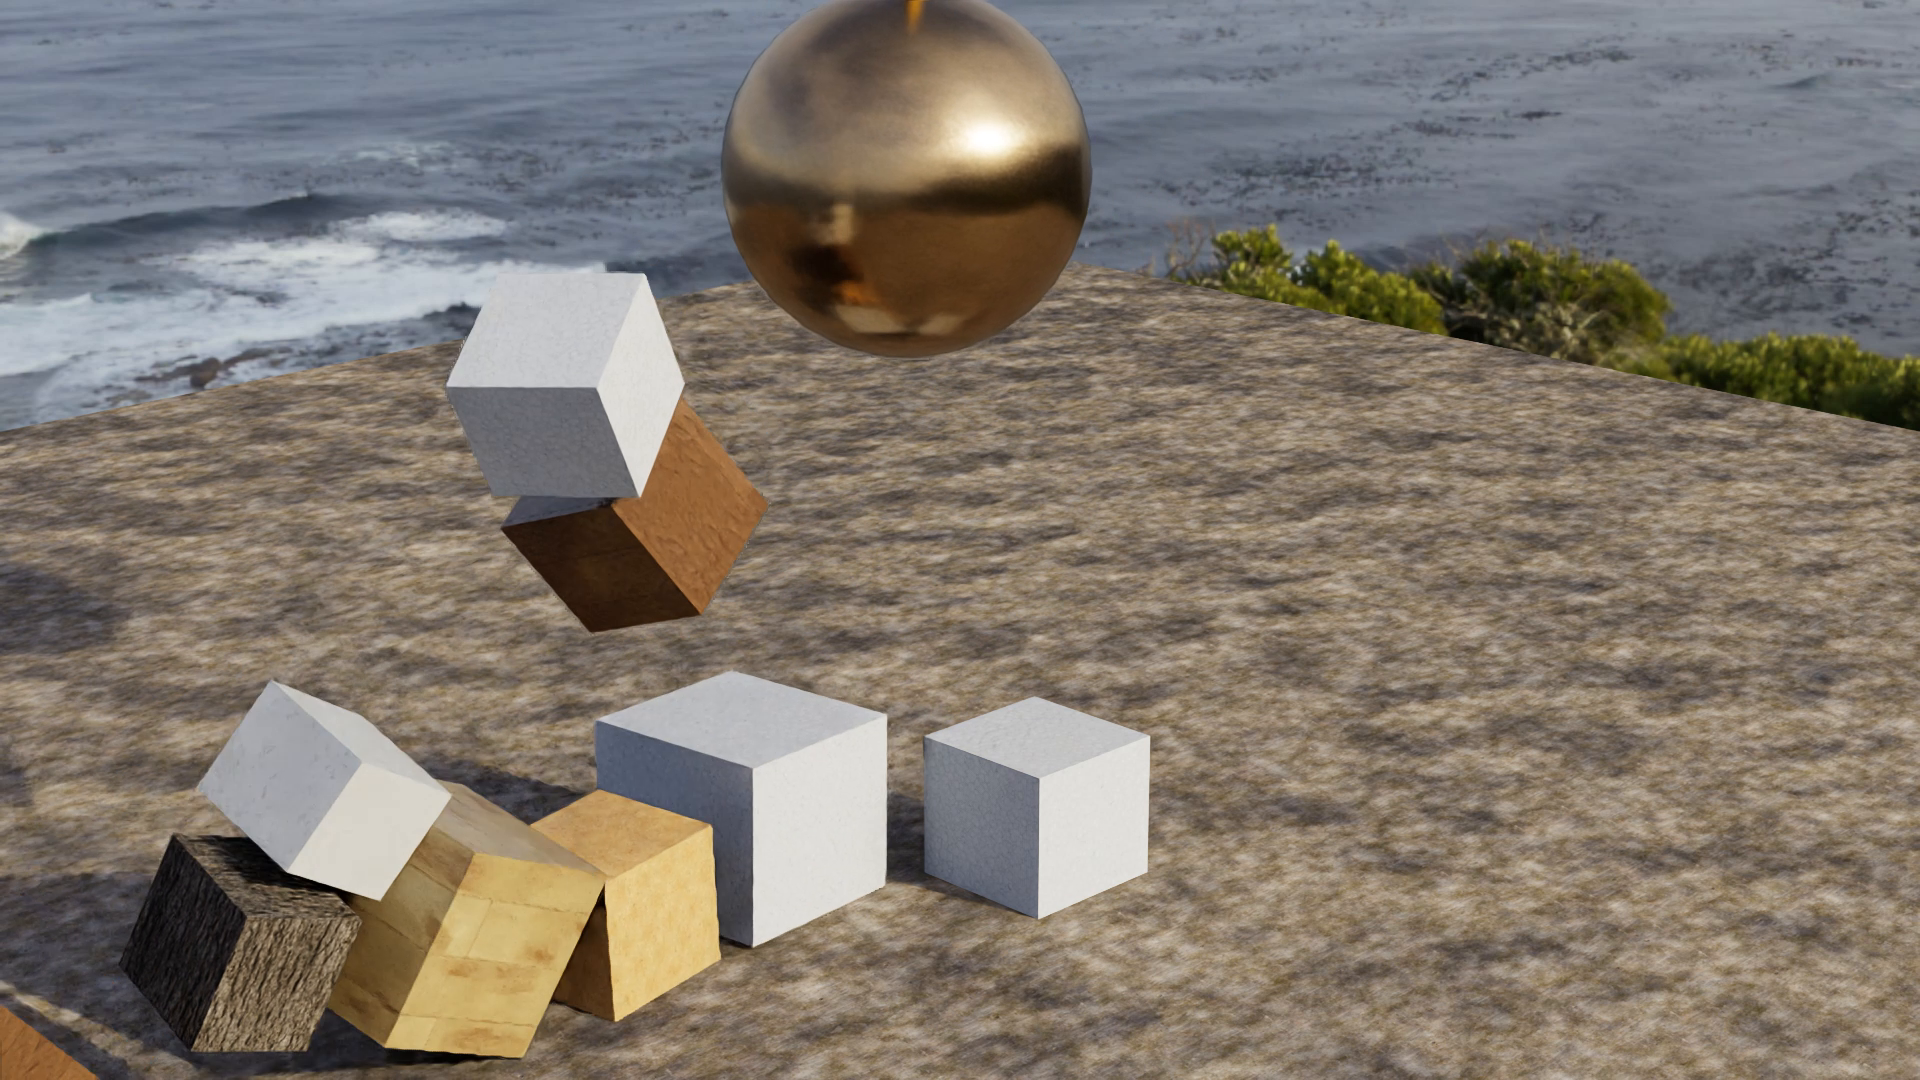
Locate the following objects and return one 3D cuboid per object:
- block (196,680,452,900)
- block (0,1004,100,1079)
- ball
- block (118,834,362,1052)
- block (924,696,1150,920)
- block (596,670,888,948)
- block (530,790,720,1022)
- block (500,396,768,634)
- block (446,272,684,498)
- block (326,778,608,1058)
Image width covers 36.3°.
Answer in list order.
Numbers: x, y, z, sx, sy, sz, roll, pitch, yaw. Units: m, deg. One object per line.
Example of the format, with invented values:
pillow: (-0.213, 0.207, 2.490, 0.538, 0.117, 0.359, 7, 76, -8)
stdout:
block: (-2.383, 0.944, 11.016, 0.577, 0.488, 0.563, 35, 1, 31)
block: (-3.528, 1.911, 10.071, 0.724, 0.835, 0.689, 16, 63, 38)
ball: (-0.230, -1.583, 12.603, 1.600, 1.600, 1.600, 0, 17, 0)
block: (-2.685, 1.503, 10.935, 0.512, 0.571, 0.578, 10, 20, -48)
block: (0.349, 1.208, 13.384, 0.727, 0.671, 0.723, -17, 24, -42)
block: (-0.977, 1.183, 13.165, 0.938, 0.823, 0.898, 13, 20, 36)
block: (-1.487, 1.530, 12.358, 0.645, 0.634, 0.654, 13, 25, 35)
block: (-1.302, -0.096, 11.764, 0.643, 0.612, 0.621, -10, 39, 40)
block: (-1.502, -0.595, 11.247, 0.612, 0.586, 0.627, 1, 47, 17)
block: (-2.111, 1.460, 11.585, 0.859, 0.813, 0.856, 26, 2, 31)
